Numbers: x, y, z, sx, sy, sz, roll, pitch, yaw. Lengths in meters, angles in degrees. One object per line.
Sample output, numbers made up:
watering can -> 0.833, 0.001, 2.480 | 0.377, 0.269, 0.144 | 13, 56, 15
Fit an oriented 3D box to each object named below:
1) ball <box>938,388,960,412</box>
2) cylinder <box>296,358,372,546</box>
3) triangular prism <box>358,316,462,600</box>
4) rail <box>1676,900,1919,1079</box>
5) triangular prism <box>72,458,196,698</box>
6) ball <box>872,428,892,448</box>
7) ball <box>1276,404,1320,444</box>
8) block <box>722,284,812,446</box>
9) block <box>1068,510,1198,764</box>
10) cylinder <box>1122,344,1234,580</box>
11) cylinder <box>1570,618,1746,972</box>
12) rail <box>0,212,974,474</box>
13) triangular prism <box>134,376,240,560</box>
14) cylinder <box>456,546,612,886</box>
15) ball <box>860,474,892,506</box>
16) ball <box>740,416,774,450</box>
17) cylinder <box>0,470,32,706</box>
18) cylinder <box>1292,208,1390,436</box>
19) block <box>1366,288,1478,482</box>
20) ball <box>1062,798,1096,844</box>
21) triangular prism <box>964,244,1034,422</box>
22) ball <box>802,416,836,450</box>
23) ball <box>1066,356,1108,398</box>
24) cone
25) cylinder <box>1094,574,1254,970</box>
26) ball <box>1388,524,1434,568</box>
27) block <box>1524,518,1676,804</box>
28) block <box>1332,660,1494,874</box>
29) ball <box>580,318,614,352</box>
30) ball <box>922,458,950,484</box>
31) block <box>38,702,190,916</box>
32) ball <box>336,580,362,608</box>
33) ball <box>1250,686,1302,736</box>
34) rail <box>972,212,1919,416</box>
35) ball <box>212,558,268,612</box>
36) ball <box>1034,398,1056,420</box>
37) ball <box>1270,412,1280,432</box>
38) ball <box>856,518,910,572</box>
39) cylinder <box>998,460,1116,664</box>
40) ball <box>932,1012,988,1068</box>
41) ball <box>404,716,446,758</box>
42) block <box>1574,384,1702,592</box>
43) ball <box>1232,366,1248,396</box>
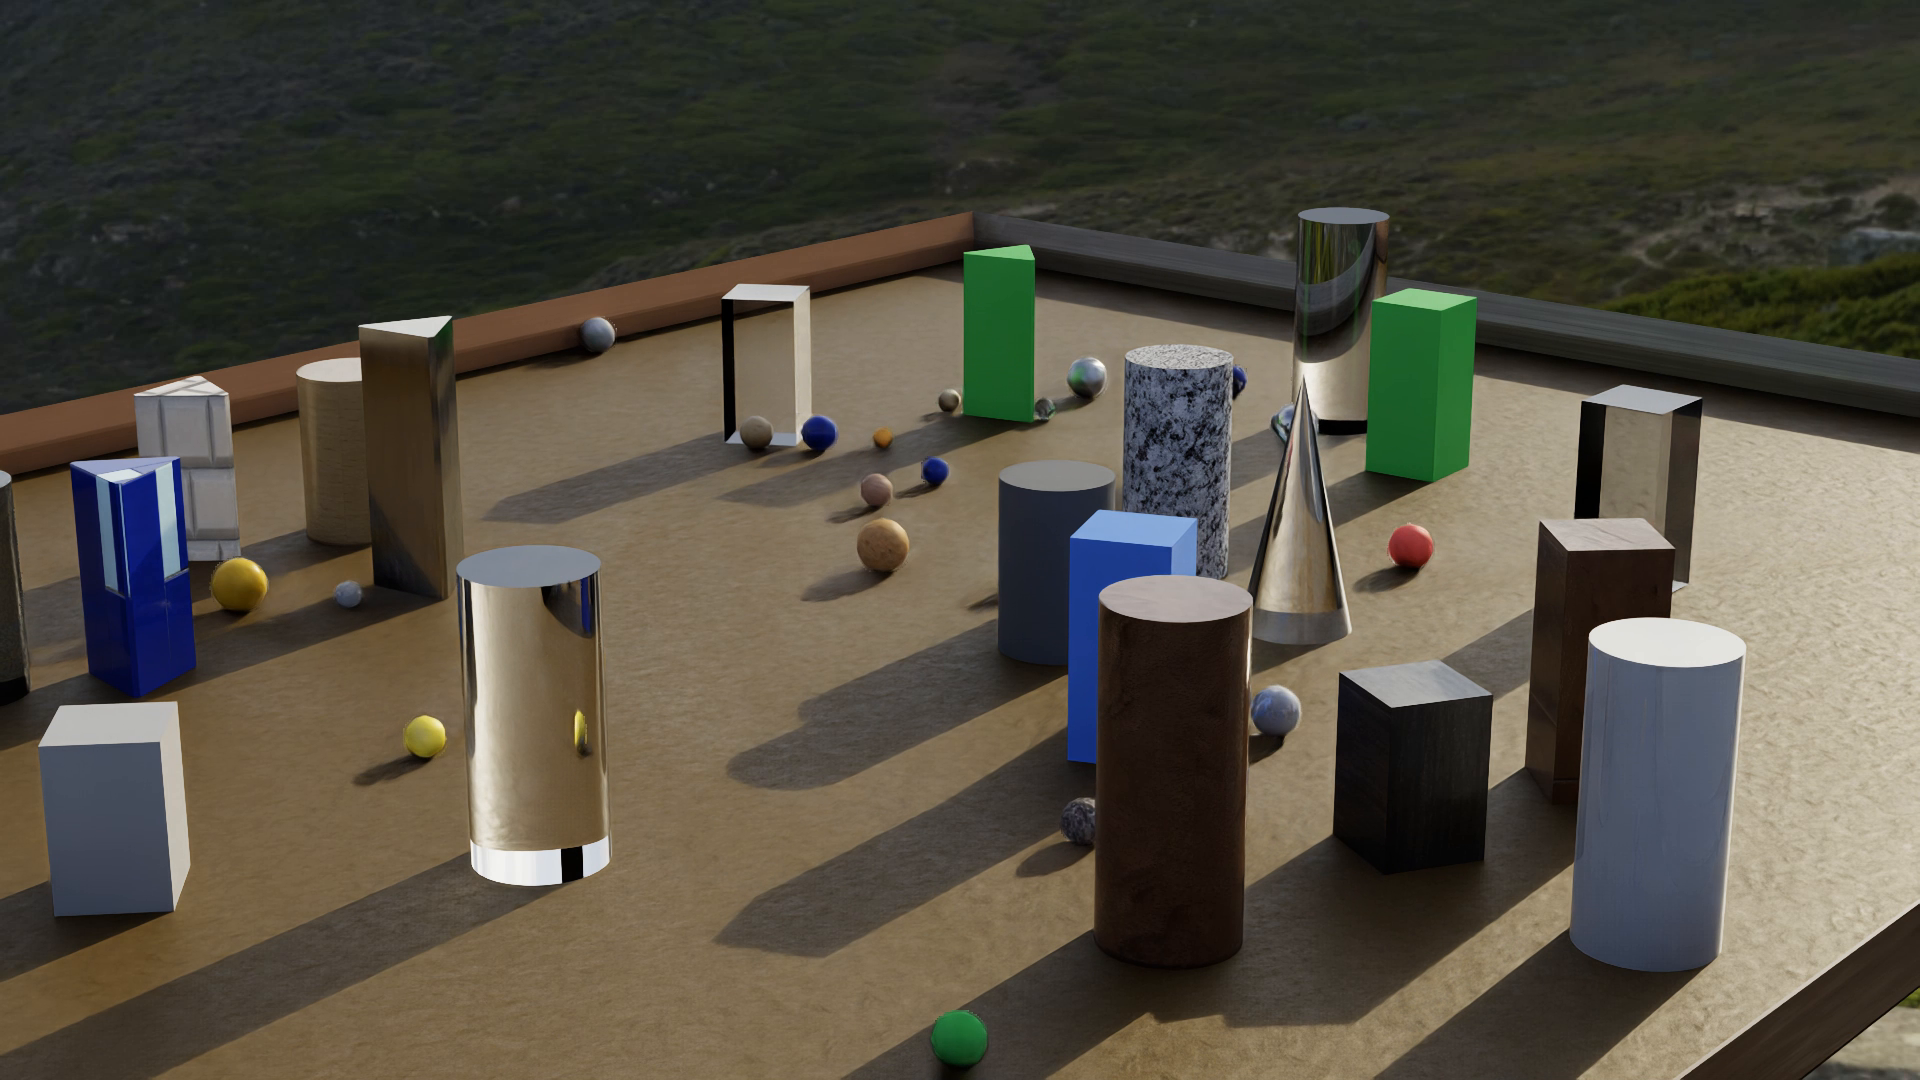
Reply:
ball -> -0.024, -0.303, 6.357 | 0.050, 0.050, 0.050 | 0, 17, 0
cylinder -> -1.127, -0.165, 5.450 | 0.190, 0.311, 0.190 | 0, 17, 0
triangular prism -> -0.928, -0.150, 5.130 | 0.165, 0.467, 0.143 | 10, 20, 30
rail -> 1.445, 0.394, 3.920 | 0.045, 0.124, 4.565 | 14, 22, 39
triangular prism -> -1.297, 0.049, 4.671 | 0.143, 0.351, 0.165 | -14, 22, -39
ball -> -0.160, -0.212, 6.072 | 0.041, 0.041, 0.041 | 0, 17, 0
ball -> 0.698, -0.237, 6.070 | 0.090, 0.090, 0.090 | 0, 17, 0
block -> -0.403, -0.367, 6.127 | 0.152, 0.306, 0.152 | 3, 17, 9
block -> 0.256, 0.148, 4.354 | 0.152, 0.346, 0.152 | 5, 18, 17
cylinder -> 0.385, -0.134, 5.208 | 0.190, 0.392, 0.190 | 0, 17, 0
cylinder -> 0.876, 0.319, 3.690 | 0.190, 0.402, 0.190 | 0, 17, 0
rail -> -1.445, -0.332, 6.322 | 0.045, 0.124, 4.565 | 14, 22, 39
triangular prism -> -1.393, -0.132, 5.344 | 0.165, 0.308, 0.143 | 0, 17, -2
cylinder -> -0.571, 0.234, 3.944 | 0.190, 0.417, 0.190 | 0, 17, 0
ball -> -0.161, -0.096, 5.651 | 0.063, 0.063, 0.063 | 0, 17, 0
ball -> -0.420, -0.222, 6.056 | 0.069, 0.069, 0.069 | 0, 17, 0
cylinder -> -1.569, 0.077, 4.591 | 0.190, 0.345, 0.190 | 0, 17, 0
cylinder -> 0.802, -0.463, 6.196 | 0.190, 0.450, 0.190 | 0, 17, 0
block -> 0.923, -0.312, 5.870 | 0.152, 0.348, 0.152 | 12, 21, 35
ball -> 0.172, 0.387, 4.047 | 0.064, 0.064, 0.064 | 0, 17, 0
triangular prism -> 0.113, -0.450, 6.318 | 0.165, 0.353, 0.143 | 8, 19, 26
ball -> -0.290, -0.221, 6.048 | 0.073, 0.073, 0.073 | 0, 17, 0
ball -> 0.281, -0.360, 6.476 | 0.090, 0.090, 0.090 | 0, 17, 0
cone -> 0.566, -0.064, 4.893 | 0.190, 0.440, 0.190 | 0, 17, 0
cylinder -> 0.266, 0.291, 3.687 | 0.190, 0.458, 0.190 | 0, 17, 0
ball -> 0.810, 0.011, 5.265 | 0.079, 0.079, 0.079 | 0, 17, 0
block -> 0.916, 0.173, 4.211 | 0.152, 0.380, 0.152 | -1, 17, -4
block -> 0.617, 0.308, 4.006 | 0.152, 0.239, 0.152 | -6, 18, -19
ball -> -0.853, -0.482, 6.893 | 0.083, 0.083, 0.083 | 0, 17, 0
ball -> -0.048, -0.137, 5.800 | 0.054, 0.054, 0.054 | 0, 17, 0
block -> -1.112, 0.353, 3.864 | 0.152, 0.236, 0.152 | -2, 17, -6
ball -> -1.054, 0.093, 5.055 | 0.046, 0.046, 0.046 | 0, 17, 0
ball -> 0.479, 0.260, 4.447 | 0.077, 0.077, 0.077 | 0, 17, 0
rail -> 1.481, -0.462, 6.753 | 3.875, 0.124, 0.045 | 14, 22, 39
ball -> -1.234, 0.077, 5.024 | 0.093, 0.093, 0.093 | 0, 17, 0
ball -> 0.181, -0.280, 6.287 | 0.047, 0.047, 0.047 | 0, 17, 0
ball -> 0.679, -0.246, 6.165 | 0.052, 0.052, 0.052 | 0, 17, 0
ball -> -0.138, 0.009, 5.247 | 0.095, 0.095, 0.095 | 0, 17, 0
cylinder -> 0.158, 0.035, 4.816 | 0.190, 0.294, 0.190 | 0, 17, 0
ball -> -0.001, 0.581, 3.405 | 0.065, 0.065, 0.065 | 0, 17, 0
ball -> -0.796, 0.293, 4.365 | 0.061, 0.061, 0.061 | 0, 17, 0
block -> 1.181, -0.082, 5.125 | 0.152, 0.339, 0.152 | 13, 21, 38
ball -> 0.603, -0.353, 6.493 | 0.068, 0.068, 0.068 | 0, 17, 0
